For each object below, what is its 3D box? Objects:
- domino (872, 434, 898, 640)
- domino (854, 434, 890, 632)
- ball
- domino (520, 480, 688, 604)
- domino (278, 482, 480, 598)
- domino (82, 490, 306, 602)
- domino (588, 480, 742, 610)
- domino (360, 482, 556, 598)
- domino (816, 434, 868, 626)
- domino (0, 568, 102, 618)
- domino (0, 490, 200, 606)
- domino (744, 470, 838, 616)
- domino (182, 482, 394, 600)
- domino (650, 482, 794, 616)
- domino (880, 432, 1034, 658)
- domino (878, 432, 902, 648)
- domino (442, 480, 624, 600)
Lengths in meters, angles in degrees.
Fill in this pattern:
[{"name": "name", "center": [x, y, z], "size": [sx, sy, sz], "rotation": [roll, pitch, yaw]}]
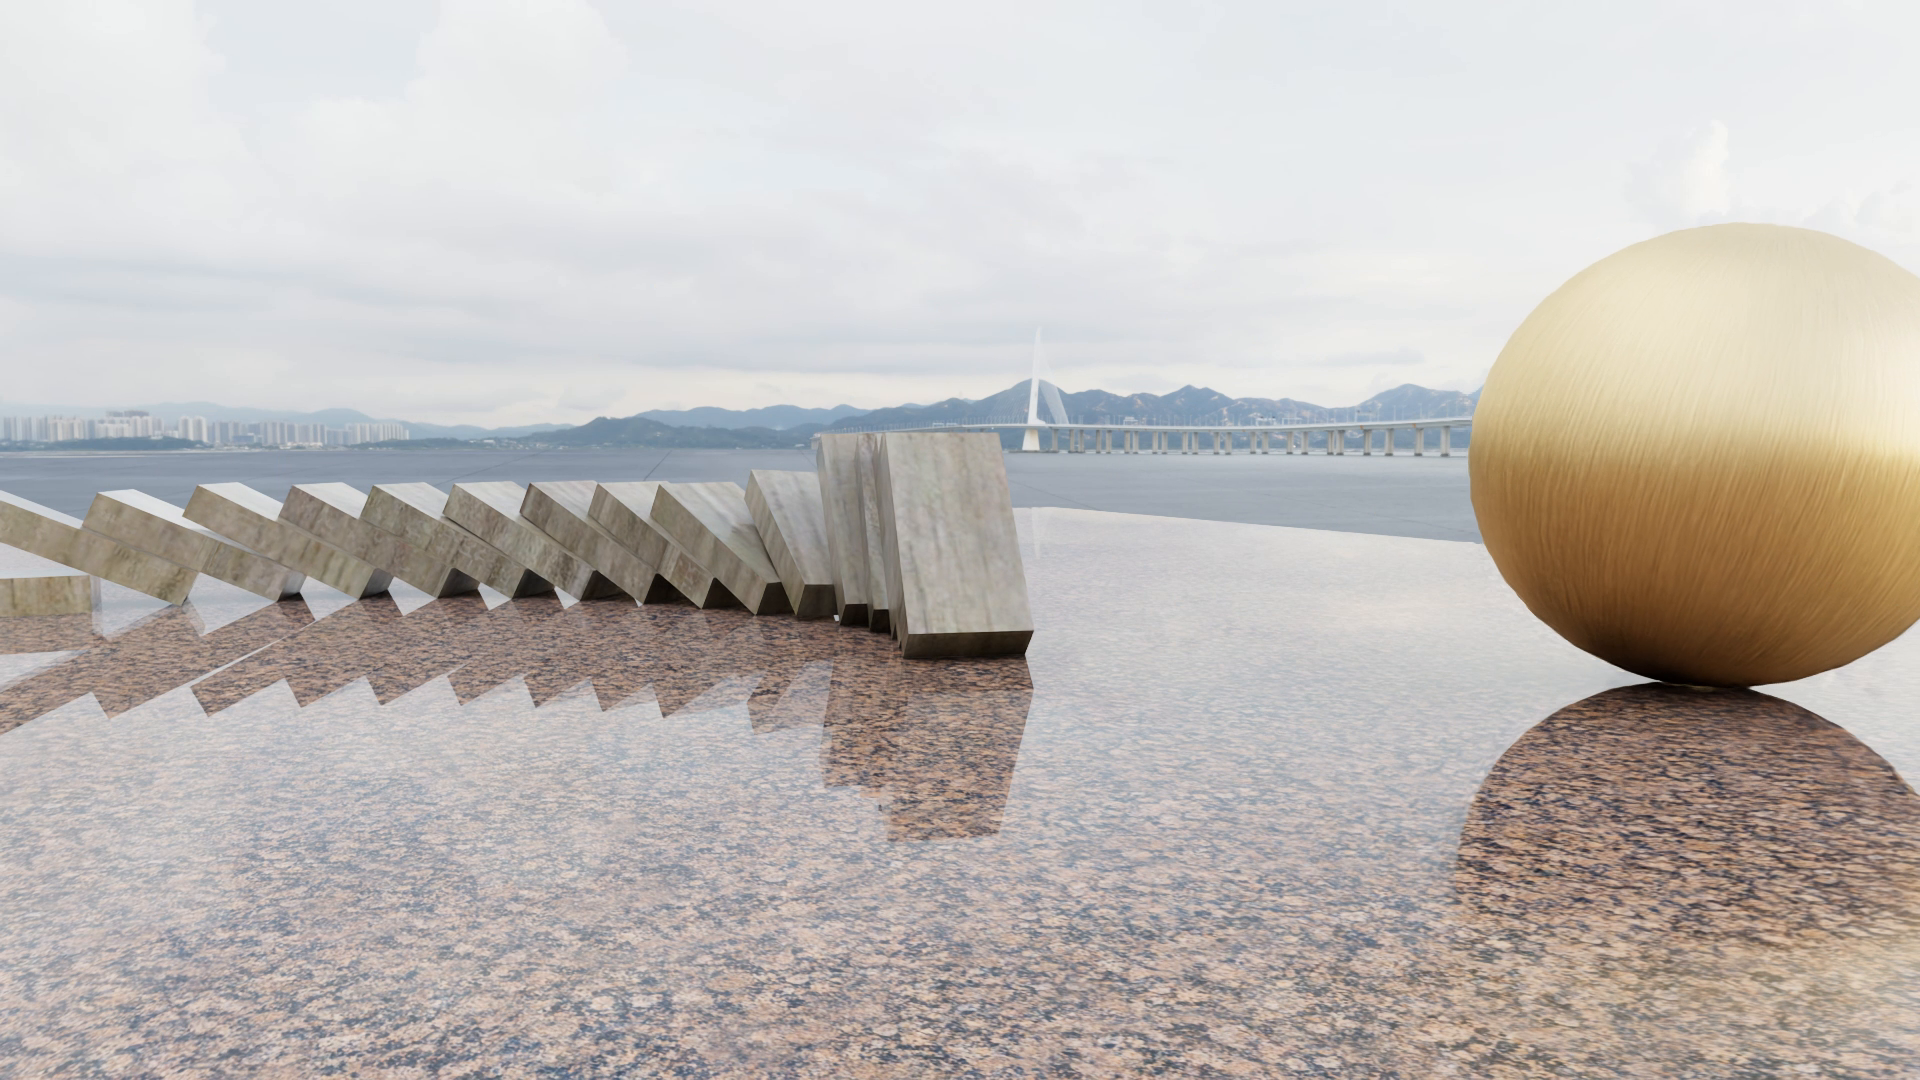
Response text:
[{"name": "domino", "center": [-0.005, -0.002, 0.291], "size": [0.025, 0.050, 0.009], "rotation": [-1, -34, -11]}, {"name": "domino", "center": [-0.010, -0.003, 0.303], "size": [0.025, 0.050, 0.010], "rotation": [0, -34, -11]}, {"name": "ball", "center": [0.132, -0.014, 0.224], "size": [0.080, 0.080, 0.080], "rotation": [0, 4, 0]}, {"name": "domino", "center": [-0.096, 0.000, 0.359], "size": [0.050, 0.009, 0.025], "rotation": [32, 18, 22]}, {"name": "domino", "center": [-0.163, 0.000, 0.365], "size": [0.050, 0.010, 0.025], "rotation": [27, 6, 2]}, {"name": "domino", "center": [-0.207, 0.001, 0.351], "size": [0.050, 0.009, 0.025], "rotation": [25, -2, -15]}, {"name": "domino", "center": [-0.076, 0.000, 0.351], "size": [0.050, 0.010, 0.025], "rotation": [35, 22, 28]}, {"name": "domino", "center": [-0.141, 0.000, 0.366], "size": [0.050, 0.009, 0.025], "rotation": [28, 8, 6]}, {"name": "domino", "center": [-0.019, -0.003, 0.314], "size": [0.025, 0.050, 0.009], "rotation": [-1, -34, -16]}, {"name": "domino", "center": [-0.247, 0.014, 0.323], "size": [0.050, 0.009, 0.025], "rotation": [-2, 5, -29]}, {"name": "domino", "center": [-0.227, 0.002, 0.335], "size": [0.050, 0.009, 0.025], "rotation": [27, -9, -26]}, {"name": "domino", "center": [-0.036, 0.000, 0.330], "size": [0.025, 0.009, 0.050], "rotation": [1, 35, -28]}, {"name": "domino", "center": [-0.186, 0.000, 0.359], "size": [0.050, 0.010, 0.025], "rotation": [27, 0, -8]}, {"name": "domino", "center": [-0.057, 0.001, 0.339], "size": [0.025, 0.009, 0.050], "rotation": [-5, 34, -48]}, {"name": "domino", "center": [-0.001, 0.000, 0.267], "size": [0.025, 0.050, 0.009], "rotation": [-1, -34, -11]}, {"name": "domino", "center": [-0.003, -0.001, 0.279], "size": [0.025, 0.050, 0.009], "rotation": [-1, -34, -11]}, {"name": "domino", "center": [-0.118, 0.000, 0.364], "size": [0.050, 0.010, 0.025], "rotation": [30, 12, 14]}]
